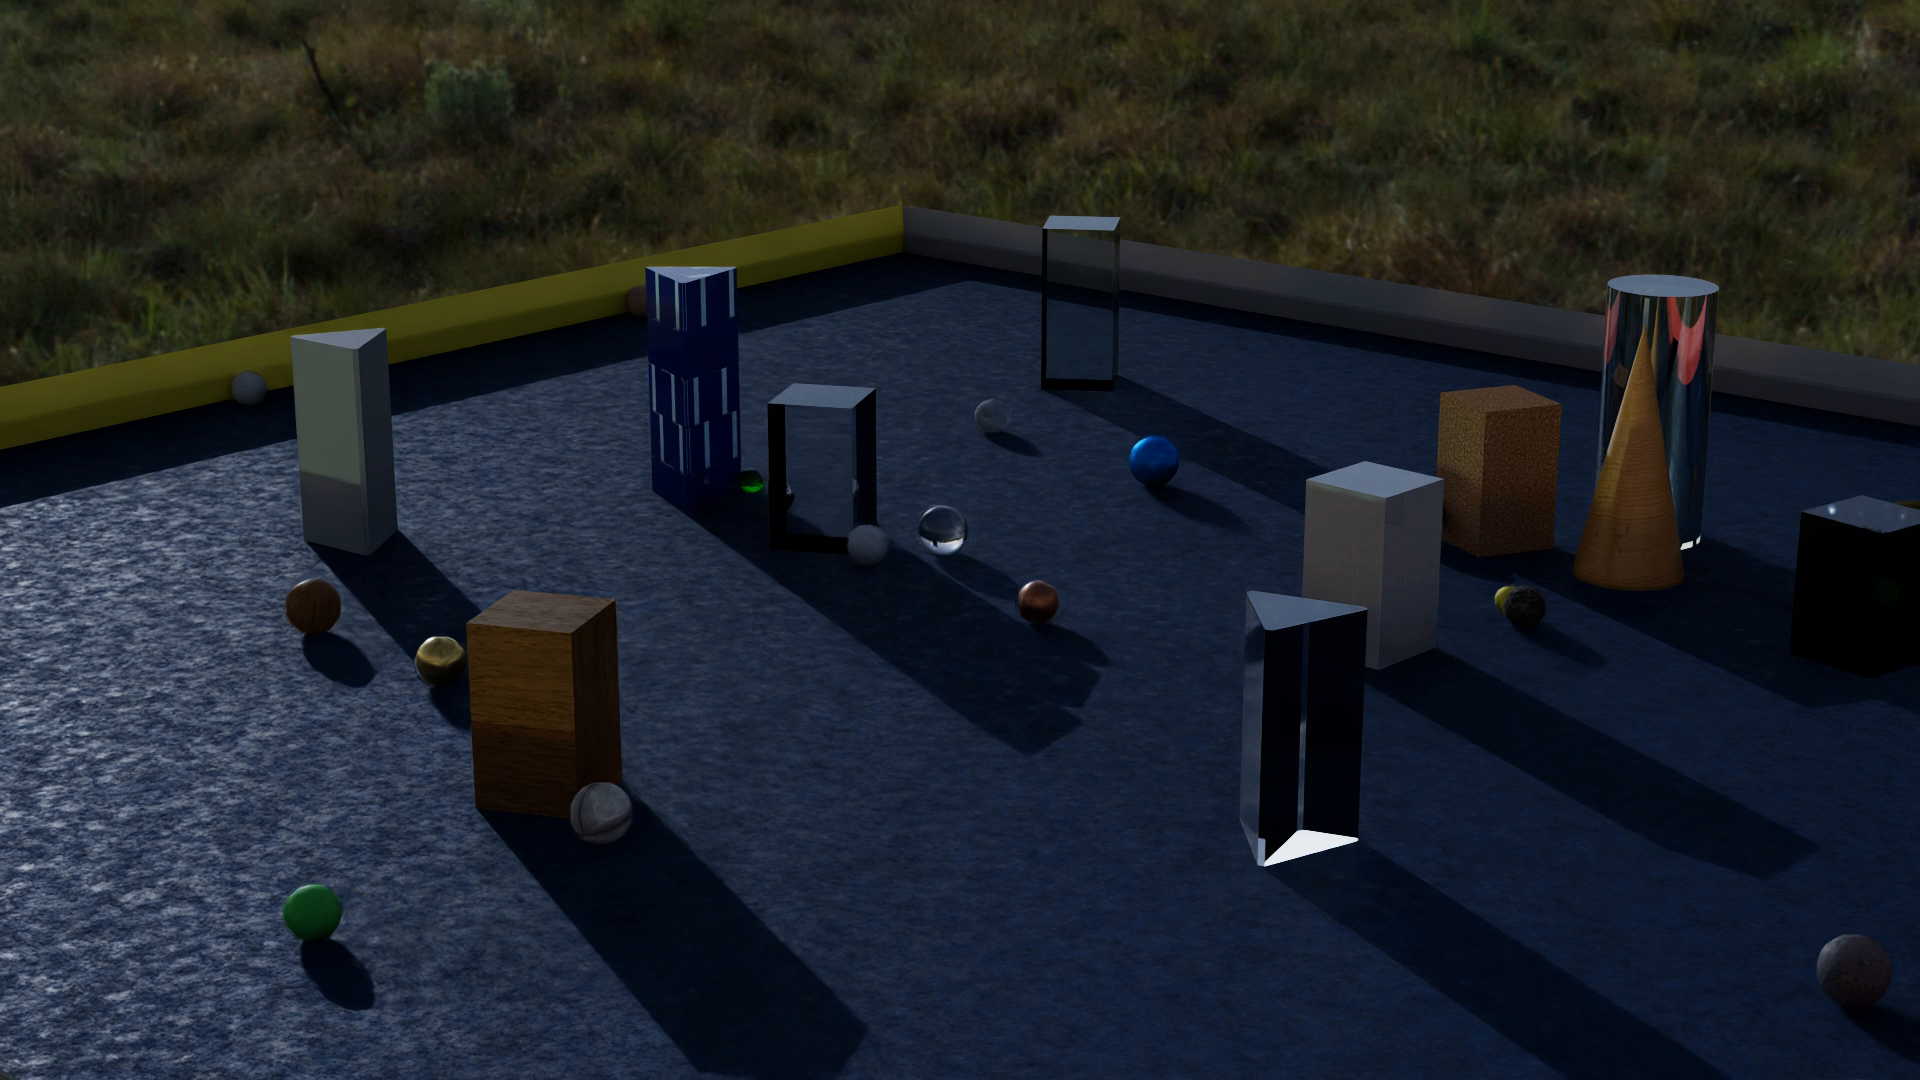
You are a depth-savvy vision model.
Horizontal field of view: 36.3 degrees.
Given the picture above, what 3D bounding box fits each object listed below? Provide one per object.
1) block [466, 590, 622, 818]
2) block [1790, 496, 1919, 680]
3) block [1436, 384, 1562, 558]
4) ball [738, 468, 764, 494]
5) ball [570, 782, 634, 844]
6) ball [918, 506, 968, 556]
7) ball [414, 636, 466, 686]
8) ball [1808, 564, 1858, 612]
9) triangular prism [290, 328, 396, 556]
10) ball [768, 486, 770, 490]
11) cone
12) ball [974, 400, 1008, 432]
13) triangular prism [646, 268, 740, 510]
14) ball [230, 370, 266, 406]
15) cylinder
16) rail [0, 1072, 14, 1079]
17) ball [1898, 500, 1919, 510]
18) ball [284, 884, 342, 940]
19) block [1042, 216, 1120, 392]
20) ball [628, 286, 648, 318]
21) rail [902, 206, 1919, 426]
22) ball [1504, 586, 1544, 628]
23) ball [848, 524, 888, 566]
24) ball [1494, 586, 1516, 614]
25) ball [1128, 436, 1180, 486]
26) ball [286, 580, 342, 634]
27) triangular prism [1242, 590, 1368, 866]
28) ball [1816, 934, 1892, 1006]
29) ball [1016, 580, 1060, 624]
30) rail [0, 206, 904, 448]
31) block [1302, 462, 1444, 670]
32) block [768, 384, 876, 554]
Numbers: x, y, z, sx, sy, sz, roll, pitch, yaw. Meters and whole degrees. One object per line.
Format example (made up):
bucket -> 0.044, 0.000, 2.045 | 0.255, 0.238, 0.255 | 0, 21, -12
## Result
block -> -0.593, 0.234, 4.197 | 0.159, 0.278, 0.159 | 5, 17, 16
block -> 1.478, 0.075, 4.783 | 0.159, 0.244, 0.159 | -12, 21, -35
block -> 0.990, -0.129, 5.408 | 0.159, 0.274, 0.159 | -6, 18, -21
ball -> -0.410, -0.116, 5.756 | 0.049, 0.049, 0.049 | 0, 17, 0
ball -> -0.495, 0.377, 4.051 | 0.087, 0.087, 0.087 | 0, 17, 0
ball -> -0.030, -0.018, 5.354 | 0.092, 0.092, 0.092 | 0, 17, 0
ball -> -0.828, 0.193, 4.674 | 0.081, 0.081, 0.081 | 0, 17, 0
ball -> 1.500, 0.082, 5.040 | 0.083, 0.083, 0.083 | 0, 17, 0
triangular prism -> -1.107, -0.189, 5.412 | 0.172, 0.387, 0.149 | 12, 21, 35
ball -> -0.337, -0.100, 5.672 | 0.066, 0.066, 0.066 | 0, 17, 0
cone -> 1.197, -0.159, 5.187 | 0.199, 0.460, 0.199 | 0, 17, 0
ball -> 0.067, -0.262, 6.202 | 0.072, 0.072, 0.072 | 0, 17, 0
triangular prism -> -0.540, -0.302, 5.682 | 0.149, 0.447, 0.172 | 10, 19, 29
ball -> -1.561, -0.333, 6.429 | 0.077, 0.077, 0.077 | 0, 17, 0
cylinder -> 1.281, -0.236, 5.412 | 0.199, 0.476, 0.199 | 0, 17, 0
rail -> -1.447, 0.513, 3.524 | 4.292, 0.129, 0.045 | 14, 22, 39
ball -> 1.754, -0.033, 5.429 | 0.078, 0.078, 0.078 | 0, 17, 0
ball -> -0.827, 0.476, 3.750 | 0.072, 0.072, 0.072 | 0, 17, 0
block -> 0.272, -0.533, 6.592 | 0.159, 0.365, 0.159 | 2, 17, 7
ball -> -0.785, -0.591, 7.278 | 0.081, 0.081, 0.081 | 0, 17, 0
rail -> 1.447, -0.448, 6.715 | 4.292, 0.129, 0.045 | 14, 22, 39
ball -> 0.954, 0.113, 4.959 | 0.069, 0.069, 0.069 | 0, 17, 0
ball -> -0.166, 0.009, 5.295 | 0.075, 0.075, 0.075 | 0, 17, 0
ball -> 0.942, 0.103, 5.027 | 0.050, 0.050, 0.050 | 0, 17, 0
ball -> 0.384, -0.156, 5.799 | 0.099, 0.099, 0.099 | 0, 17, 0
ball -> -1.086, 0.112, 4.925 | 0.092, 0.092, 0.092 | 0, 17, 0
triangular prism -> 0.440, 0.250, 4.040 | 0.172, 0.338, 0.149 | -11, 20, -32
ball -> 1.087, 0.523, 3.565 | 0.088, 0.088, 0.088 | 0, 17, 0
ball -> 0.132, 0.106, 4.978 | 0.073, 0.073, 0.073 | 0, 17, 0
rail -> -1.602, -0.369, 6.452 | 0.045, 0.129, 4.461 | 14, 22, 39
block -> 0.677, 0.040, 4.820 | 0.159, 0.290, 0.159 | 16, 23, 42
block -> -0.253, -0.132, 5.415 | 0.159, 0.276, 0.159 | 4, 17, 14
